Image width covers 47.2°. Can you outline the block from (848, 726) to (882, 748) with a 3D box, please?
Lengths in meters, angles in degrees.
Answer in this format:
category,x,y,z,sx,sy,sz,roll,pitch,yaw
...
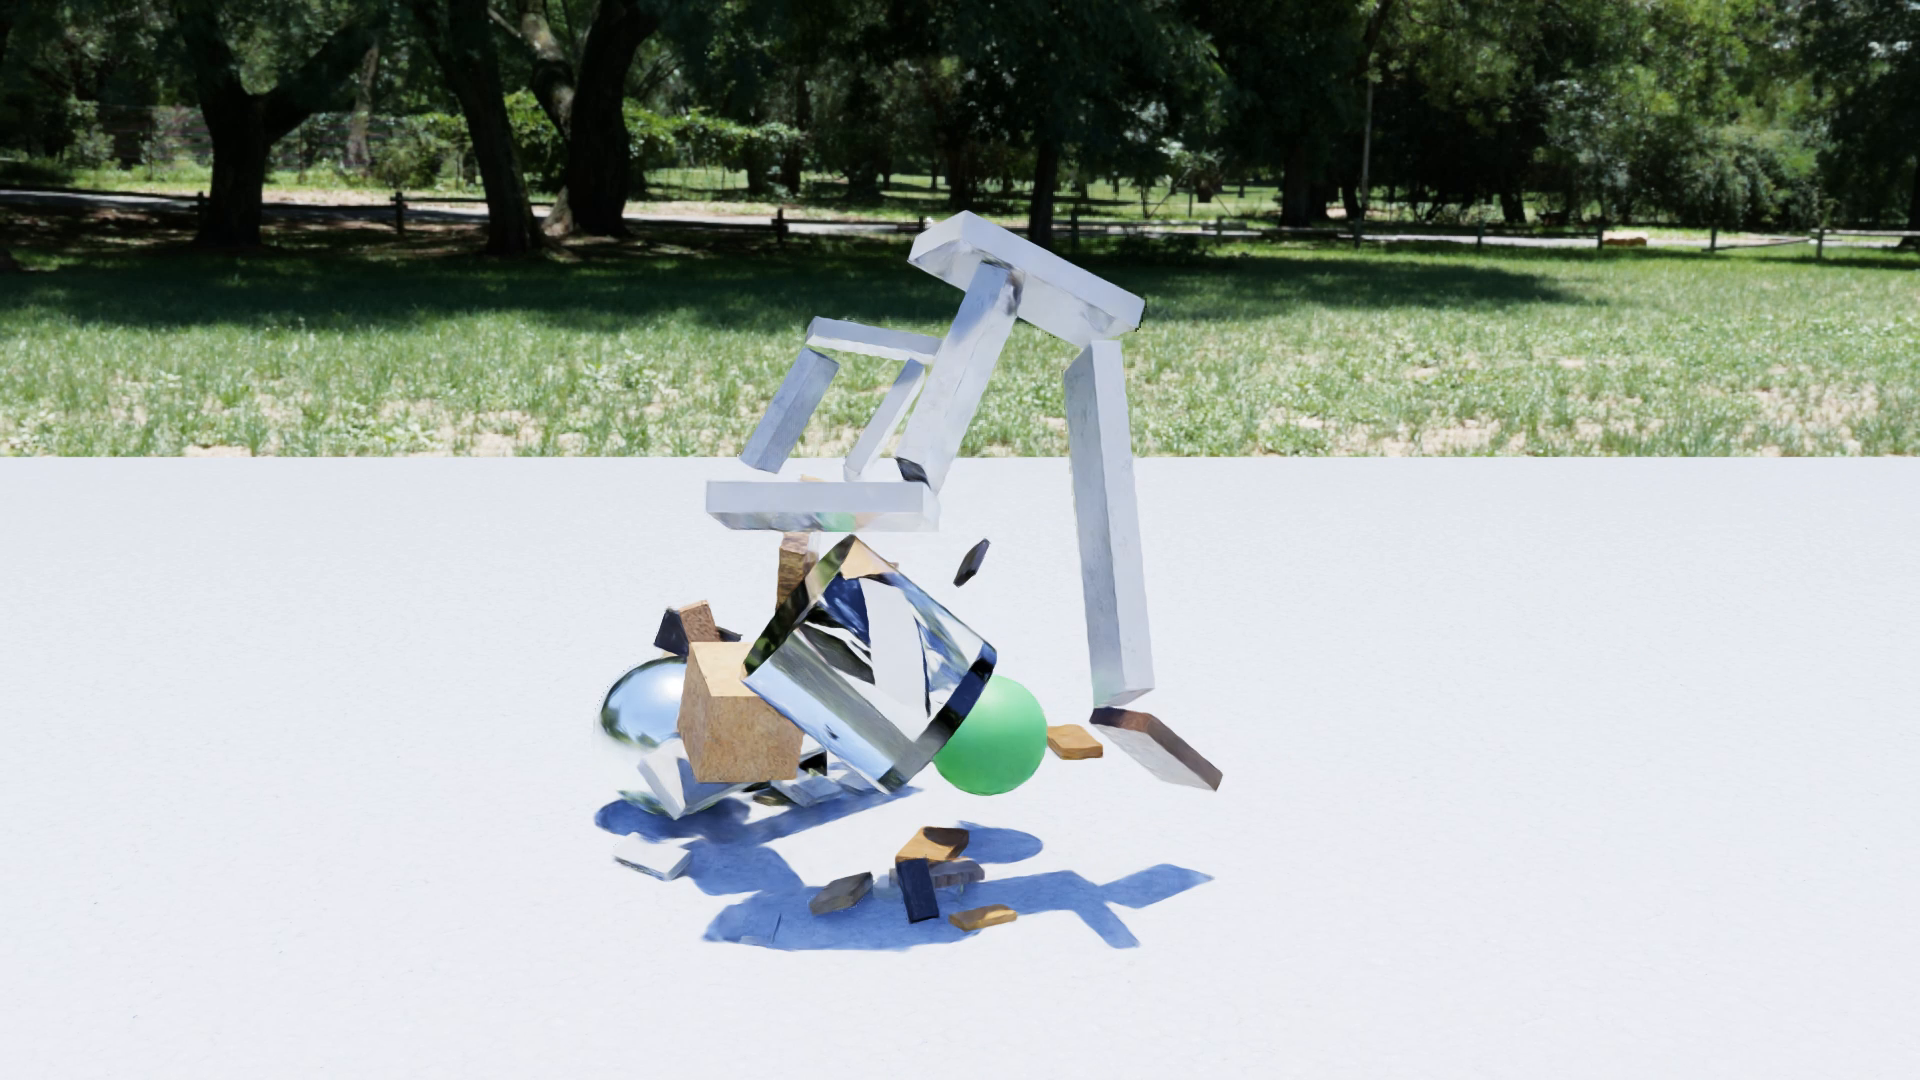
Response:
category,x,y,z,sx,sy,sz,roll,pitch,yaw
block,-0.190,0.354,4.444,0.034,0.119,0.238,1,-8,5

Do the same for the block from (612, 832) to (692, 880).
category,x,y,z,sx,sy,sz,roll,pitch,yaw
block,-0.532,0.545,3.794,0.153,0.016,0.058,10,43,42

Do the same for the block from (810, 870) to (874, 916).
category,x,y,z,sx,sy,sz,roll,pitch,yaw
block,-0.193,0.578,3.601,0.071,0.020,0.141,-15,4,13

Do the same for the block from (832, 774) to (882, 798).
category,x,y,z,sx,sy,sz,roll,pitch,yaw
block,-0.199,0.474,4.253,0.051,0.015,0.103,-7,13,-34

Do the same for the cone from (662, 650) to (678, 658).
category,x,y,z,sx,sy,sz,roll,pitch,yaw
cone,-0.642,0.298,4.876,0.150,0.150,0.150,6,18,29

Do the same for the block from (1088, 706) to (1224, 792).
category,x,y,z,sx,sy,sz,roll,pitch,yaw
block,0.330,0.349,3.684,0.119,0.034,0.238,6,-25,43

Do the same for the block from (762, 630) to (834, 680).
category,x,y,z,sx,sy,sz,roll,pitch,yaw
block,-0.314,0.231,4.306,0.077,0.022,0.154,22,-16,45

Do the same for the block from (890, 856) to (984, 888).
category,x,y,z,sx,sy,sz,roll,pitch,yaw
block,-0.038,0.558,3.674,0.141,0.020,0.071,-5,12,-25

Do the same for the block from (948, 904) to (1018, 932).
category,x,y,z,sx,sy,sz,roll,pitch,yaw
block,0.037,0.607,3.538,0.099,0.014,0.050,-6,12,-31

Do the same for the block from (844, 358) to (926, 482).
category,x,y,z,sx,sy,sz,roll,pitch,yaw
block,-0.119,-0.183,3.460,0.029,0.203,0.101,30,-11,4

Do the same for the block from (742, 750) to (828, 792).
category,x,y,z,sx,sy,sz,roll,pitch,yaw
block,-0.394,0.369,4.343,0.188,0.188,0.188,-8,13,-37

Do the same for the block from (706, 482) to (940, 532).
category,x,y,z,sx,sy,sz,roll,pitch,yaw
block,-0.211,-0.052,3.435,0.338,0.048,0.169,0,-10,8

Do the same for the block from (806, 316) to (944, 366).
category,x,y,z,sx,sy,sz,roll,pitch,yaw
block,-0.136,-0.312,3.458,0.202,0.029,0.101,9,-5,-11

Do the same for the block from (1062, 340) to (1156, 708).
category,x,y,z,sx,sy,sz,roll,pitch,yaw
block,0.236,-0.024,3.517,0.049,0.562,0.172,-2,-13,-13

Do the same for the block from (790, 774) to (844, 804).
category,x,y,z,sx,sy,sz,roll,pitch,yaw
block,-0.269,0.469,4.131,0.055,0.016,0.110,32,15,22

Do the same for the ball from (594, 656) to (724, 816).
category,x,y,z,sx,sy,sz,roll,pitch,yaw
ball,-0.530,0.364,4.078,0.296,0.296,0.296,0,11,0

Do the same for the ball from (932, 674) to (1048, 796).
category,x,y,z,sx,sy,sz,roll,pitch,yaw
ball,0.048,0.345,3.896,0.216,0.216,0.216,0,11,0

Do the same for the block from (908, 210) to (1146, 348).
category,x,y,z,sx,sy,sz,roll,pitch,yaw
block,0.107,-0.415,3.536,0.344,0.049,0.172,24,-17,-24

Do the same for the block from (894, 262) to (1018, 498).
category,x,y,z,sx,sy,sz,roll,pitch,yaw
block,-0.004,-0.249,3.481,0.049,0.344,0.172,21,-14,12

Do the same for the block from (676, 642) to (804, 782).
category,x,y,z,sx,sy,sz,roll,pitch,yaw
block,-0.371,0.292,3.754,0.172,0.172,0.172,1,29,-21

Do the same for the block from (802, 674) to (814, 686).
category,x,y,z,sx,sy,sz,roll,pitch,yaw
block,-0.332,0.273,4.260,0.058,0.016,0.116,-6,4,-28

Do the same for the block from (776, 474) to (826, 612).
category,x,y,z,sx,sy,sz,roll,pitch,yaw
block,-0.329,0.111,4.425,0.048,0.169,0.647,13,-30,1

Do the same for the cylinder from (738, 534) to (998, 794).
category,x,y,z,sx,sy,sz,roll,pitch,yaw
cylinder,-0.148,0.198,3.525,0.296,0.296,0.296,39,5,-10

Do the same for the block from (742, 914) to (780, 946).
category,x,y,z,sx,sy,sz,roll,pitch,yaw
block,-0.315,0.617,3.485,0.049,0.014,0.099,0,11,2

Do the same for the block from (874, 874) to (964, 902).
category,x,y,z,sx,sy,sz,roll,pitch,yaw
block,-0.068,0.580,3.667,0.141,0.020,0.071,1,11,7

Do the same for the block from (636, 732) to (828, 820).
category,x,y,z,sx,sy,sz,roll,pitch,yaw
block,-0.310,0.347,4.025,0.641,0.034,0.119,-21,65,-45

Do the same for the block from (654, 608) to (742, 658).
category,x,y,z,sx,sy,sz,roll,pitch,yaw
block,-0.508,0.195,4.261,0.154,0.077,0.022,21,12,-2

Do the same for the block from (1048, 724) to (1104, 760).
category,x,y,z,sx,sy,sz,roll,pitch,yaw
block,0.228,0.417,4.535,0.087,0.025,0.174,-3,11,-14

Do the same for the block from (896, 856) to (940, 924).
category,x,y,z,sx,sy,sz,roll,pitch,yaw
block,-0.069,0.565,3.545,0.050,0.099,0.014,-12,-25,-6

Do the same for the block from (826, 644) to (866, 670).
category,x,y,z,sx,sy,sz,roll,pitch,yaw
block,-0.208,0.247,4.377,0.110,0.016,0.055,29,21,7

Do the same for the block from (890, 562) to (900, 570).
category,x,y,z,sx,sy,sz,roll,pitch,yaw
block,-0.207,0.206,4.815,0.169,0.338,0.048,3,28,14

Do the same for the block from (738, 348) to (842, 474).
category,x,y,z,sx,sy,sz,roll,pitch,yaw
block,-0.266,-0.202,3.451,0.029,0.202,0.101,33,6,16

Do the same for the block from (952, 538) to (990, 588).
category,x,y,z,sx,sy,sz,roll,pitch,yaw
block,0.021,0.041,3.948,0.051,0.015,0.103,-40,14,34

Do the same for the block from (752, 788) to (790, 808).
category,x,y,z,sx,sy,sz,roll,pitch,yaw
block,-0.341,0.485,4.192,0.051,0.015,0.103,8,13,38

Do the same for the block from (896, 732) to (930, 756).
category,x,y,z,sx,sy,sz,roll,pitch,yaw
block,-0.038,0.418,4.529,0.174,0.025,0.087,-2,11,-12

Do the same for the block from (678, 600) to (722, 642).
category,x,y,z,sx,sy,sz,roll,pitch,yaw
block,-0.495,0.172,4.204,0.058,0.116,0.016,-18,33,-5

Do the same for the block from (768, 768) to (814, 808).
category,x,y,z,sx,sy,sz,roll,pitch,yaw
block,-0.331,0.450,4.180,0.154,0.022,0.077,32,22,18

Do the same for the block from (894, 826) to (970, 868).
category,x,y,z,sx,sy,sz,roll,pitch,yaw
block,-0.047,0.543,3.857,0.087,0.025,0.174,3,11,15
